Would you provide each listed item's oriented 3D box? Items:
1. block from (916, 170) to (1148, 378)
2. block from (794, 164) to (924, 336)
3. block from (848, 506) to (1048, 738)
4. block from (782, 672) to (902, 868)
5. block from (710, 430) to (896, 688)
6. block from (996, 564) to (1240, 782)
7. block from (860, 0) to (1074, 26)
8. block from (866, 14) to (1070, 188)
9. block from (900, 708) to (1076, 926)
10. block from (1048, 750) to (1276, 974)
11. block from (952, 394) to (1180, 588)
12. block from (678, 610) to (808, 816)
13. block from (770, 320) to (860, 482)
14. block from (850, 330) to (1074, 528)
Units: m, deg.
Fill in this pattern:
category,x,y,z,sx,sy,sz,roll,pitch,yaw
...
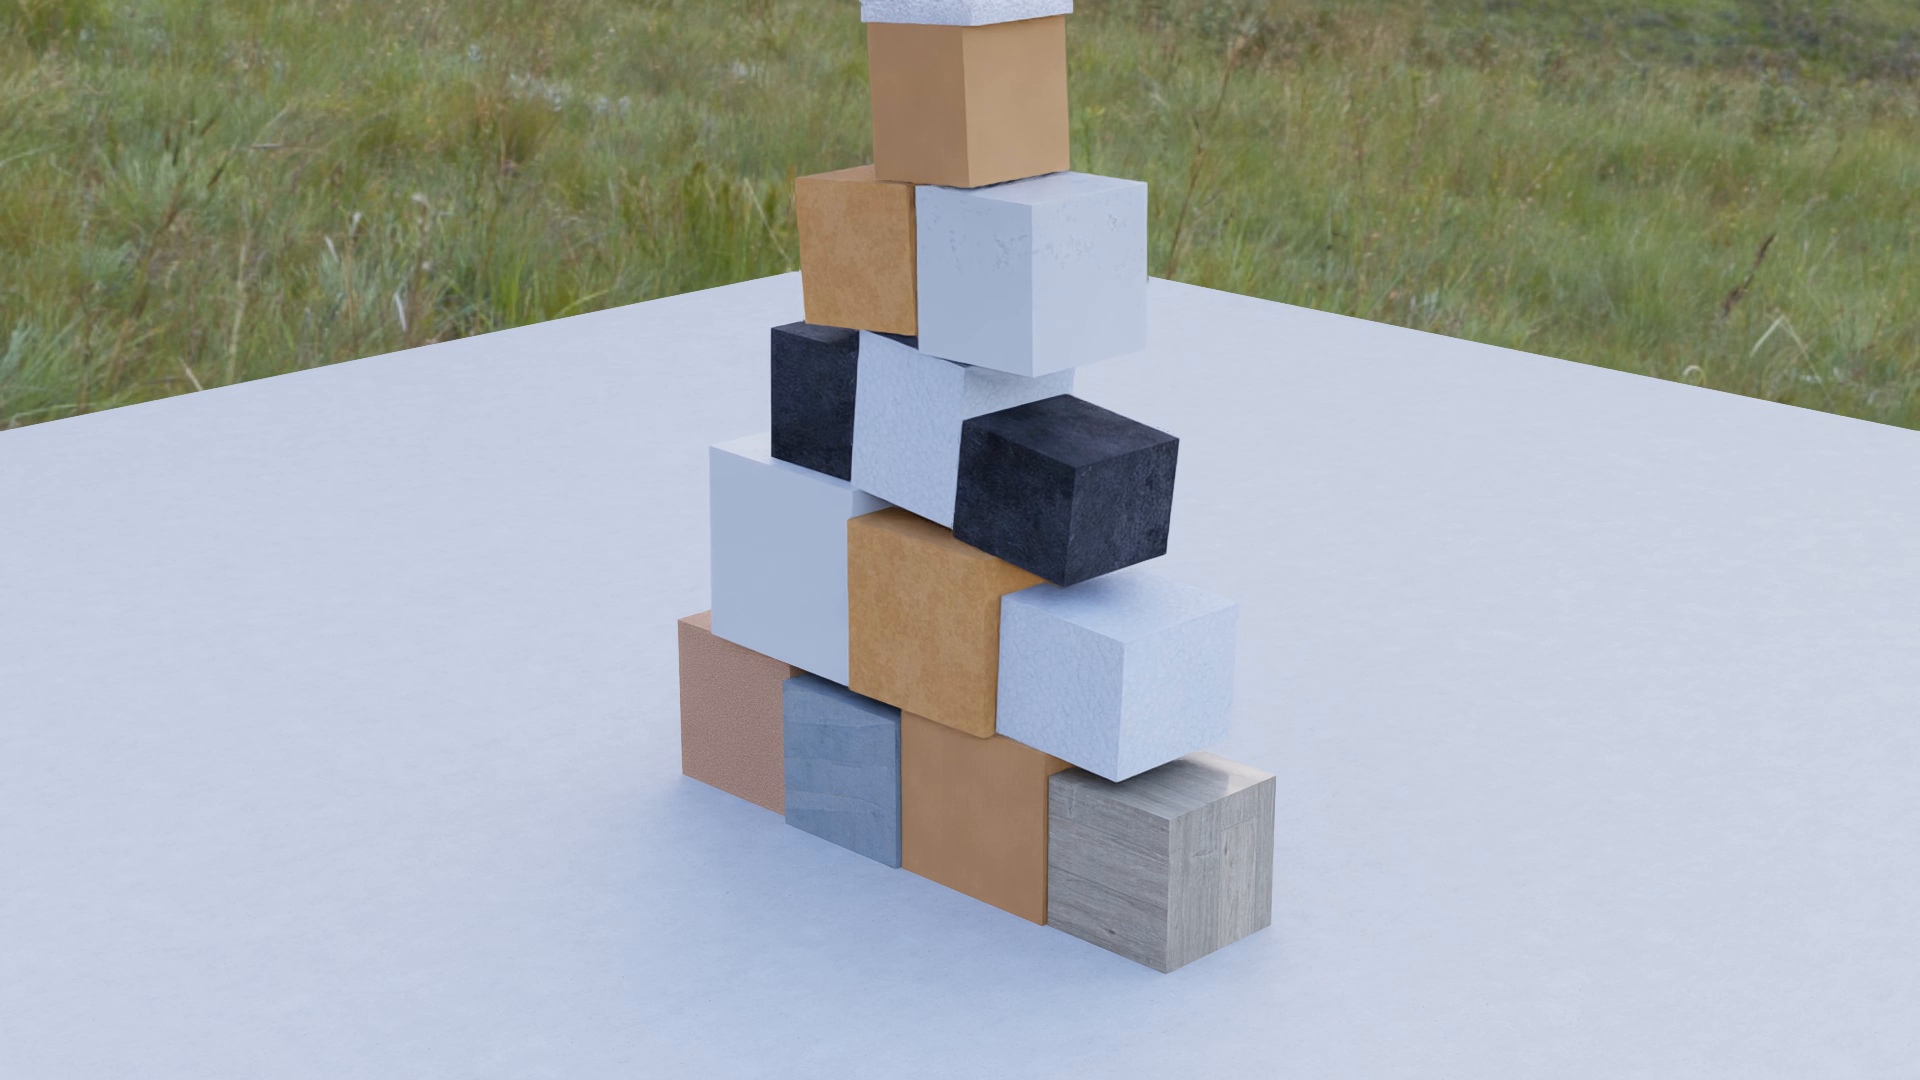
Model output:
category,x,y,z,sx,sy,sz,roll,pitch,yaw
block,0.310,-1.170,12.630,0.682,0.728,0.716,15,23,43
block,-0.200,-1.327,13.130,0.749,0.656,0.715,-17,19,-42
block,0.089,0.302,13.320,0.823,0.818,0.867,-17,24,-42
block,-0.275,1.004,13.940,0.822,0.726,0.764,-17,24,-42
block,-0.552,0.030,13.949,0.990,0.947,0.820,18,25,42
block,0.685,0.557,12.820,0.742,0.636,0.719,-17,27,-42
block,0.016,-2.535,12.532,0.614,0.594,0.675,-17,20,-42
block,0.040,-1.920,12.688,0.623,0.676,0.579,-17,20,-42
block,0.317,1.142,13.362,0.762,0.809,0.891,-17,24,-42
block,0.879,1.361,12.831,0.702,0.709,0.694,-17,24,-42
block,0.458,-0.228,12.762,0.658,0.544,0.674,-17,31,-42
block,-0.830,0.787,14.482,0.747,0.815,0.824,-17,24,-42
block,-0.455,-0.682,13.612,0.617,0.619,0.580,-17,25,-42
block,0.013,-0.570,13.164,0.711,0.745,0.658,-17,30,-42
